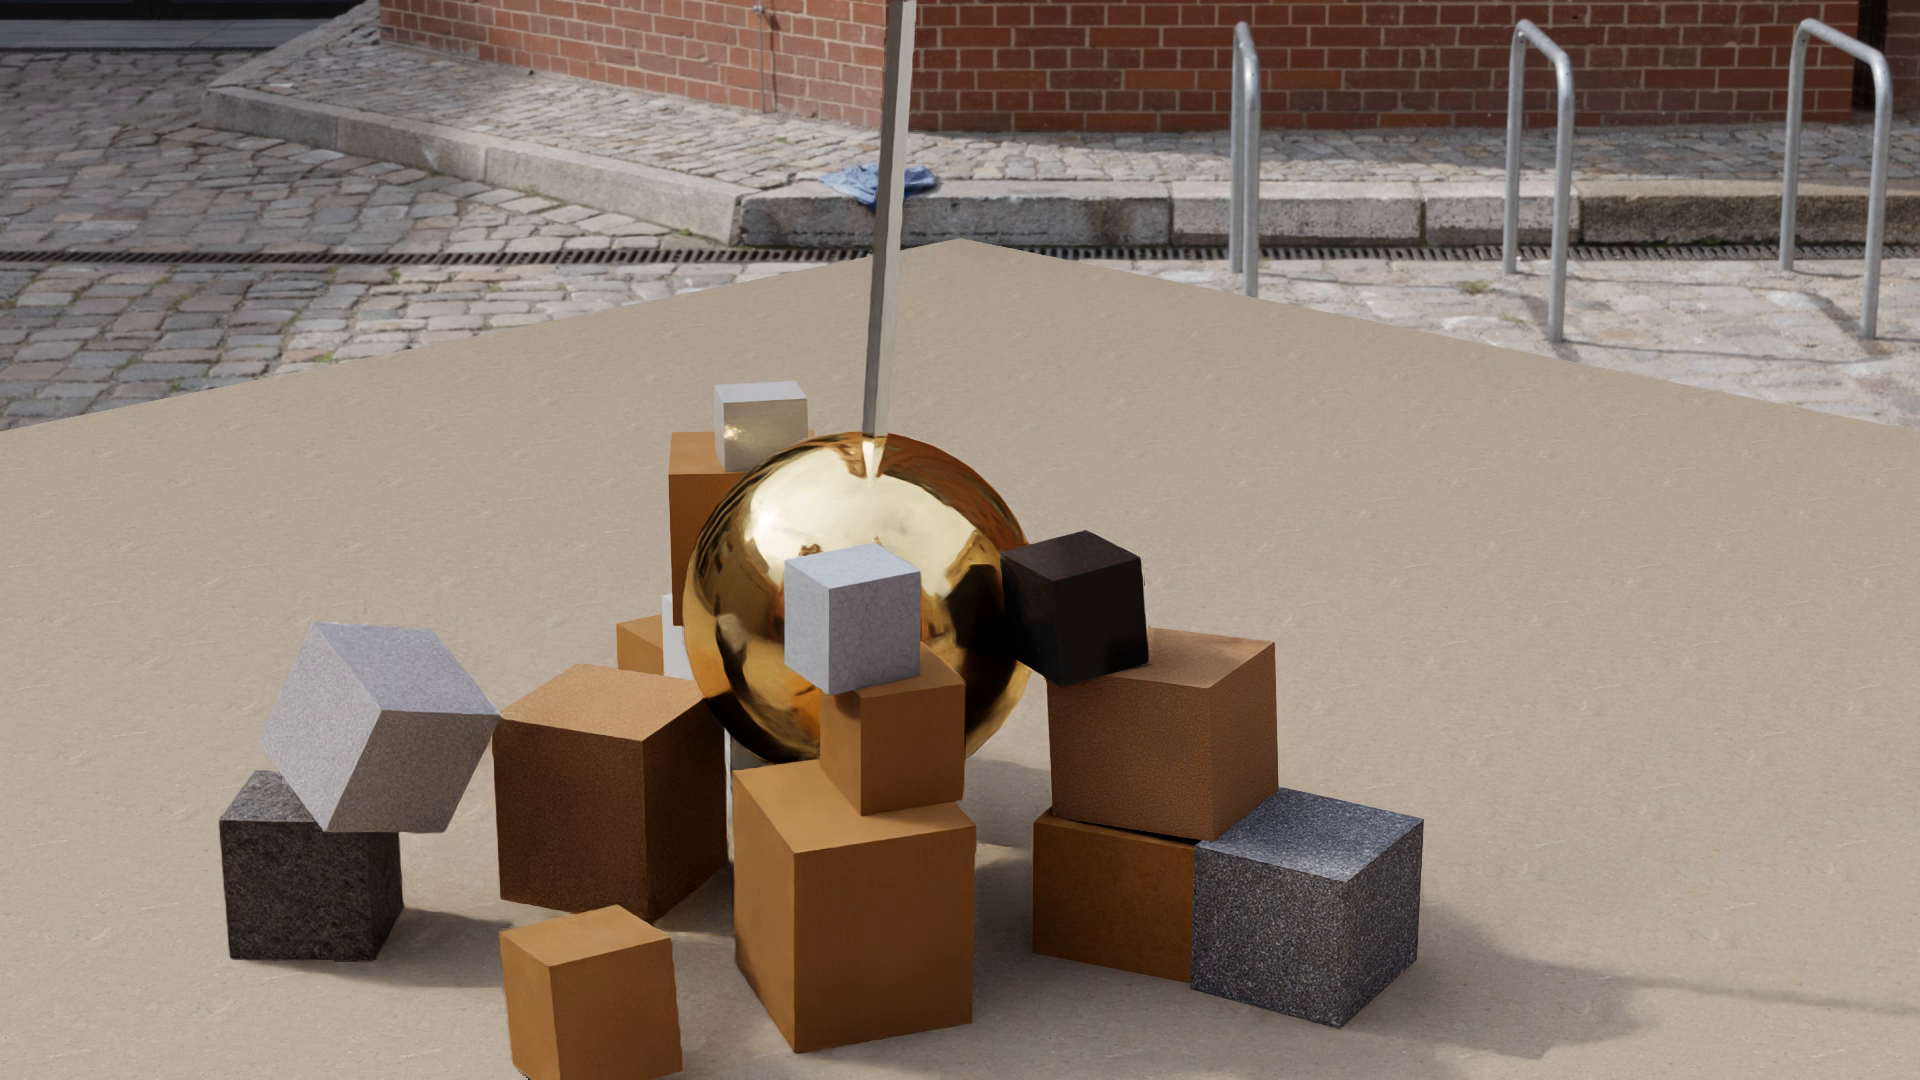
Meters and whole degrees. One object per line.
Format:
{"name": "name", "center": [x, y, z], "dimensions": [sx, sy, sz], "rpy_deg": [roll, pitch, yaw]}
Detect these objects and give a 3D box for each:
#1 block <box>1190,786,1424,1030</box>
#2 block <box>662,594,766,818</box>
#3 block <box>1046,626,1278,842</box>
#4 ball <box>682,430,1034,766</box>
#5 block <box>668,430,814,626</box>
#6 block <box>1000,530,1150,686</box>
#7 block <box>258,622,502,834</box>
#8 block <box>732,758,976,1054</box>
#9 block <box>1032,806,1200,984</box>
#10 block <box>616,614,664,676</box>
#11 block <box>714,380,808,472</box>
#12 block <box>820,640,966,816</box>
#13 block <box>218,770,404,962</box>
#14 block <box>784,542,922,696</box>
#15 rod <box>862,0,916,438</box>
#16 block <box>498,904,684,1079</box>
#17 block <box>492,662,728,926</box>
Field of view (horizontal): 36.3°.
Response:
{"name": "block", "center": [1.467, 1.535, 12.370], "dimensions": [0.689, 0.654, 0.771], "rpy_deg": [11, 20, 31]}
{"name": "block", "center": [-0.926, 0.743, 14.479], "dimensions": [0.825, 0.901, 0.767], "rpy_deg": [-10, 20, -28]}
{"name": "block", "center": [0.872, 0.809, 12.537], "dimensions": [0.755, 0.672, 0.664], "rpy_deg": [6, 18, 30]}
{"name": "ball", "center": [-0.431, 0.317, 12.990], "dimensions": [1.600, 1.600, 1.600], "rpy_deg": [0, 17, 0]}
{"name": "block", "center": [-1.049, -0.069, 14.303], "dimensions": [0.704, 0.753, 0.754], "rpy_deg": [-1, 17, -4]}
{"name": "block", "center": [0.481, 0.283, 12.343], "dimensions": [0.421, 0.468, 0.460], "rpy_deg": [-15, 21, -24]}
{"name": "block", "center": [-2.473, 0.802, 12.486], "dimensions": [0.615, 0.627, 0.638], "rpy_deg": [6, 29, -46]}
{"name": "block", "center": [-0.448, 1.471, 12.113], "dimensions": [0.764, 0.893, 0.823], "rpy_deg": [-7, 21, -20]}
{"name": "block", "center": [0.794, 1.446, 12.724], "dimensions": [0.750, 0.610, 0.676], "rpy_deg": [8, 19, 23]}
{"name": "block", "center": [-1.356, 0.726, 15.081], "dimensions": [0.587, 0.572, 0.598], "rpy_deg": [-12, 21, -33]}
{"name": "block", "center": [-0.951, -0.545, 14.001], "dimensions": [0.398, 0.337, 0.340], "rpy_deg": [-4, 18, -12]}
{"name": "block", "center": [-0.282, 0.764, 12.006], "dimensions": [0.446, 0.515, 0.496], "rpy_deg": [-7, 21, -21]}
{"name": "block", "center": [-2.815, 1.415, 12.769], "dimensions": [0.626, 0.644, 0.562], "rpy_deg": [1, 17, 2]}
{"name": "block", "center": [-0.436, 0.314, 11.819], "dimensions": [0.419, 0.454, 0.377], "rpy_deg": [-11, 23, -30]}
{"name": "rod", "center": [-0.187, -2.983, 12.209], "dimensions": [0.080, 5.200, 0.080], "rpy_deg": [17, 18, 42]}
{"name": "block", "center": [-1.453, 1.814, 11.538], "dimensions": [0.508, 0.549, 0.531], "rpy_deg": [-10, 13, -28]}
{"name": "block", "center": [-1.571, 1.138, 13.258], "dimensions": [0.756, 0.879, 0.760], "rpy_deg": [7, 19, 22]}
